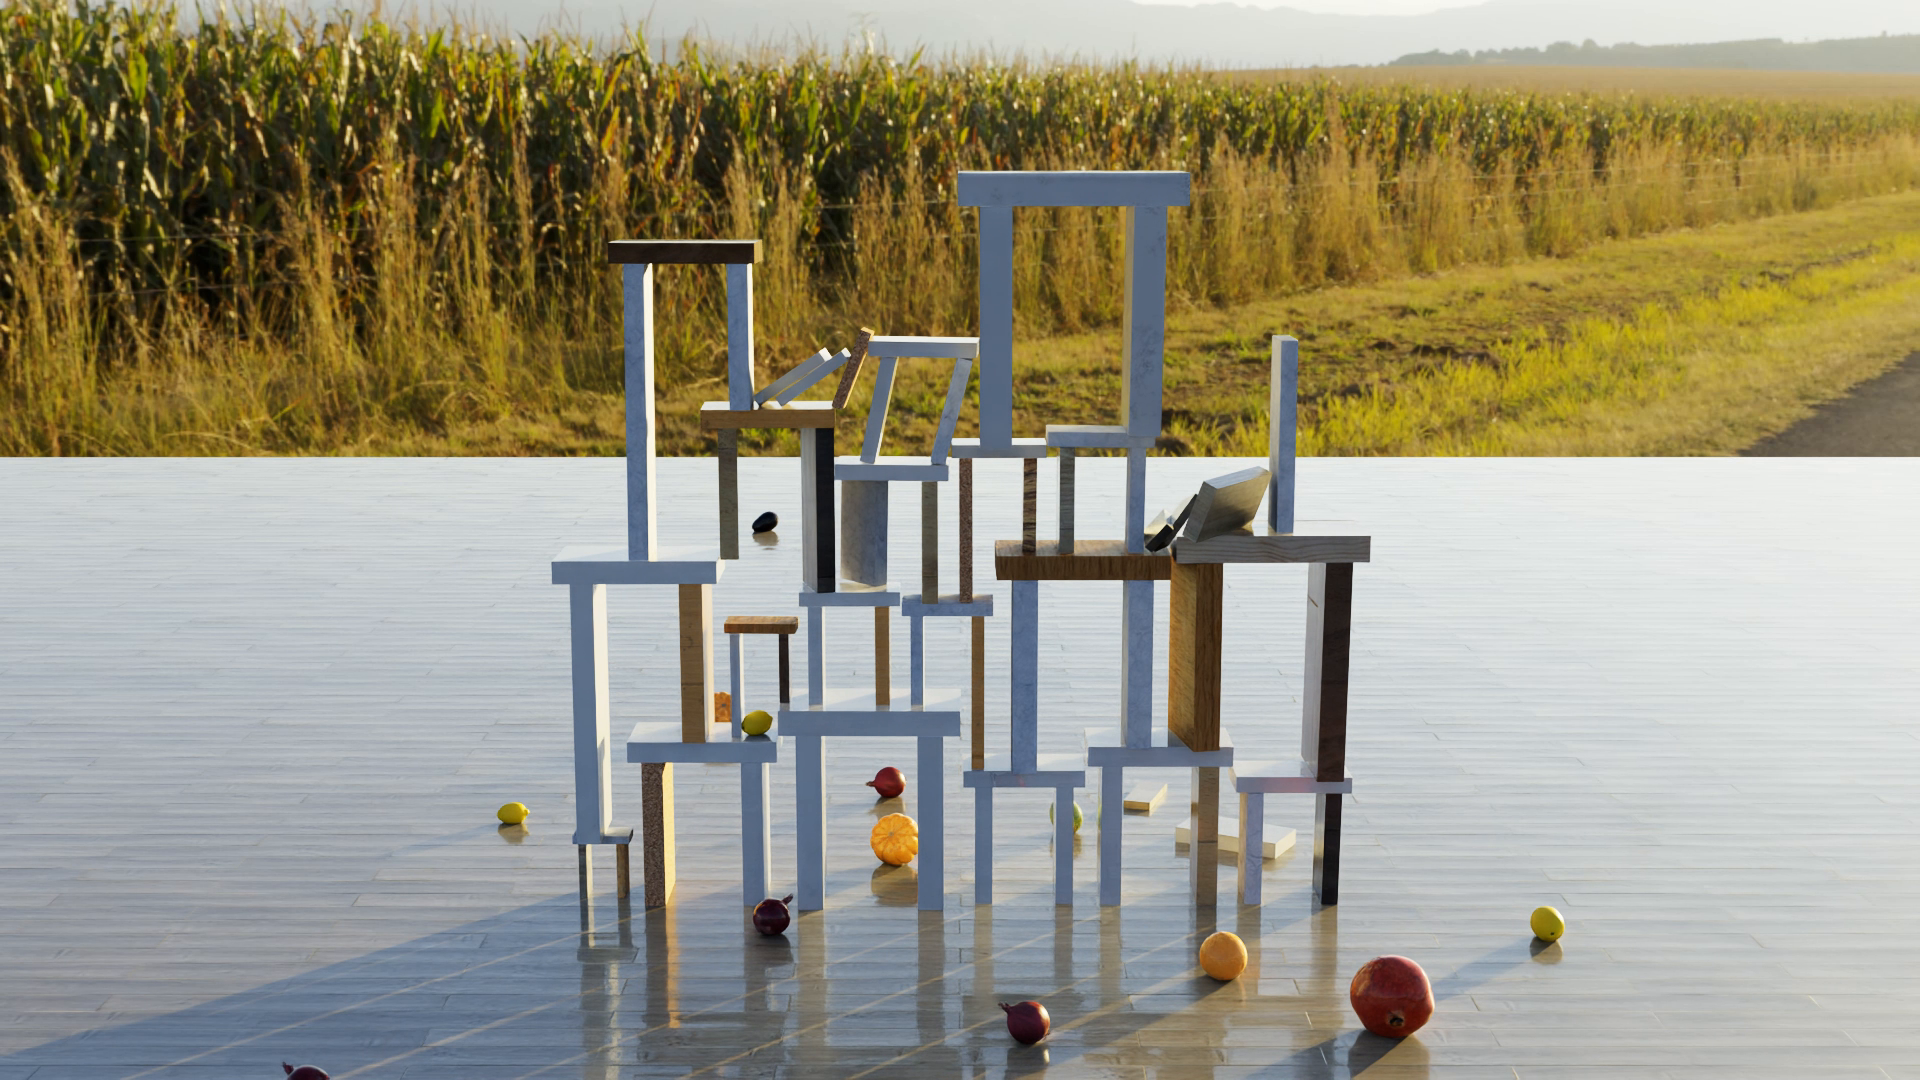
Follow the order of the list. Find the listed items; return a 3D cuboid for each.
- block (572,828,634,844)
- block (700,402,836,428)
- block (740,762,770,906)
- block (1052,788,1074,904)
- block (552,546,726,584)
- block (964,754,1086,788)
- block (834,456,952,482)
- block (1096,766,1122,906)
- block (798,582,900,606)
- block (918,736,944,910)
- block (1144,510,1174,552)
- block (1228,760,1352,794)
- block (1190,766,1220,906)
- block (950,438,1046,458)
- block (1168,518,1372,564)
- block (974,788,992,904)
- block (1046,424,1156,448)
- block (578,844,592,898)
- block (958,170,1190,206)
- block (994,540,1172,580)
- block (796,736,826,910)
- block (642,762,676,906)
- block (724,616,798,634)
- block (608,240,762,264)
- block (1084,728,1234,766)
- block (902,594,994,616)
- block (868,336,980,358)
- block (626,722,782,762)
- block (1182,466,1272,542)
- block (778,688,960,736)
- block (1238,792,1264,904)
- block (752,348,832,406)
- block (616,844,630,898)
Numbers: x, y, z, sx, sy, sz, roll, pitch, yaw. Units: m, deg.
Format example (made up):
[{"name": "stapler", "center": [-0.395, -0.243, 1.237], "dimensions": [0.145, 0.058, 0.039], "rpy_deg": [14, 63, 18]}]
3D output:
[{"name": "block", "center": [-0.593, 0.491, 3.652], "dimensions": [0.094, 0.013, 0.047], "rpy_deg": [0, 11, 0]}, {"name": "block", "center": [-0.306, -0.201, 3.524], "dimensions": [0.211, 0.030, 0.106], "rpy_deg": [0, 11, -2]}, {"name": "block", "center": [-0.338, 0.470, 3.650], "dimensions": [0.034, 0.243, 0.121], "rpy_deg": [0, 11, 0]}, {"name": "block", "center": [0.171, 0.492, 3.652], "dimensions": [0.028, 0.199, 0.099], "rpy_deg": [0, 11, 0]}, {"name": "block", "center": [-0.520, 0.040, 3.568], "dimensions": [0.263, 0.037, 0.131], "rpy_deg": [0, 11, 0]}, {"name": "block", "center": [0.105, 0.380, 3.631], "dimensions": [0.199, 0.028, 0.099], "rpy_deg": [0, 11, 0]}, {"name": "block", "center": [-0.107, -0.115, 3.544], "dimensions": [0.182, 0.026, 0.091], "rpy_deg": [1, 11, 2]}, {"name": "block", "center": [0.248, 0.473, 3.651], "dimensions": [0.033, 0.236, 0.118], "rpy_deg": [0, 11, 1]}, {"name": "block", "center": [-0.179, 0.088, 3.580], "dimensions": [0.163, 0.023, 0.081], "rpy_deg": [0, 11, -1]}, {"name": "block", "center": [-0.048, 0.447, 3.636], "dimensions": [0.042, 0.293, 0.147], "rpy_deg": [0, 11, 0]}, {"name": "block", "center": [0.316, -0.015, 3.515], "dimensions": [0.014, 0.051, 0.102], "rpy_deg": [40, 13, -7]}, {"name": "block", "center": [0.544, 0.391, 3.629], "dimensions": [0.189, 0.027, 0.094], "rpy_deg": [0, 11, -1]}, {"name": "block", "center": [0.406, 0.473, 3.651], "dimensions": [0.033, 0.236, 0.118], "rpy_deg": [0, 11, 0]}, {"name": "block", "center": [0.062, -0.148, 3.535], "dimensions": [0.152, 0.022, 0.076], "rpy_deg": [0, 11, -1]}, {"name": "block", "center": [0.496, 0.001, 3.560], "dimensions": [0.308, 0.044, 0.154], "rpy_deg": [0, 11, -1]}, {"name": "block", "center": [0.039, 0.492, 3.651], "dimensions": [0.028, 0.199, 0.099], "rpy_deg": [0, 11, 0]}, {"name": "block", "center": [0.224, -0.166, 3.526], "dimensions": [0.170, 0.024, 0.085], "rpy_deg": [1, 11, -1]}, {"name": "block", "center": [-0.624, 0.544, 3.662], "dimensions": [0.013, 0.094, 0.047], "rpy_deg": [0, 11, 0]}, {"name": "block", "center": [0.175, -0.553, 3.455], "dimensions": [0.356, 0.050, 0.178], "rpy_deg": [0, 11, 0]}, {"name": "block", "center": [0.197, 0.032, 3.567], "dimensions": [0.278, 0.039, 0.139], "rpy_deg": [0, 11, -1]}, {"name": "block", "center": [-0.246, 0.446, 3.638], "dimensions": [0.042, 0.293, 0.147], "rpy_deg": [0, 11, -1]}, {"name": "block", "center": [-0.500, 0.470, 3.649], "dimensions": [0.034, 0.243, 0.121], "rpy_deg": [0, 11, 0]}, {"name": "block", "center": [-0.324, 0.139, 3.590], "dimensions": [0.115, 0.016, 0.058], "rpy_deg": [0, 11, 2]}, {"name": "block", "center": [-0.433, -0.456, 3.476], "dimensions": [0.229, 0.032, 0.114], "rpy_deg": [0, 11, 1]}, {"name": "block", "center": [0.326, 0.341, 3.627], "dimensions": [0.236, 0.033, 0.118], "rpy_deg": [0, 11, 0]}, {"name": "block", "center": [-0.020, 0.106, 3.575], "dimensions": [0.148, 0.021, 0.074], "rpy_deg": [0, 11, 0]}, {"name": "block", "center": [-0.057, -0.308, 3.503], "dimensions": [0.171, 0.024, 0.085], "rpy_deg": [1, 11, 3]}, {"name": "block", "center": [-0.419, 0.334, 3.625], "dimensions": [0.243, 0.034, 0.122], "rpy_deg": [0, 11, 0]}, {"name": "block", "center": [0.425, -0.058, 3.488], "dimensions": [0.027, 0.095, 0.191], "rpy_deg": [31, 25, 26]}, {"name": "block", "center": [-0.146, 0.282, 3.607], "dimensions": [0.293, 0.042, 0.147], "rpy_deg": [0, 11, 0]}, {"name": "block", "center": [0.482, 0.498, 3.648], "dimensions": [0.027, 0.189, 0.095], "rpy_deg": [0, 11, 0]}, {"name": "block", "center": [-0.269, -0.262, 3.530], "dimensions": [0.130, 0.018, 0.065], "rpy_deg": [-33, 6, 10]}, {"name": "block", "center": [-0.561, 0.544, 3.662], "dimensions": [0.013, 0.094, 0.047], "rpy_deg": [0, 11, 0]}]
